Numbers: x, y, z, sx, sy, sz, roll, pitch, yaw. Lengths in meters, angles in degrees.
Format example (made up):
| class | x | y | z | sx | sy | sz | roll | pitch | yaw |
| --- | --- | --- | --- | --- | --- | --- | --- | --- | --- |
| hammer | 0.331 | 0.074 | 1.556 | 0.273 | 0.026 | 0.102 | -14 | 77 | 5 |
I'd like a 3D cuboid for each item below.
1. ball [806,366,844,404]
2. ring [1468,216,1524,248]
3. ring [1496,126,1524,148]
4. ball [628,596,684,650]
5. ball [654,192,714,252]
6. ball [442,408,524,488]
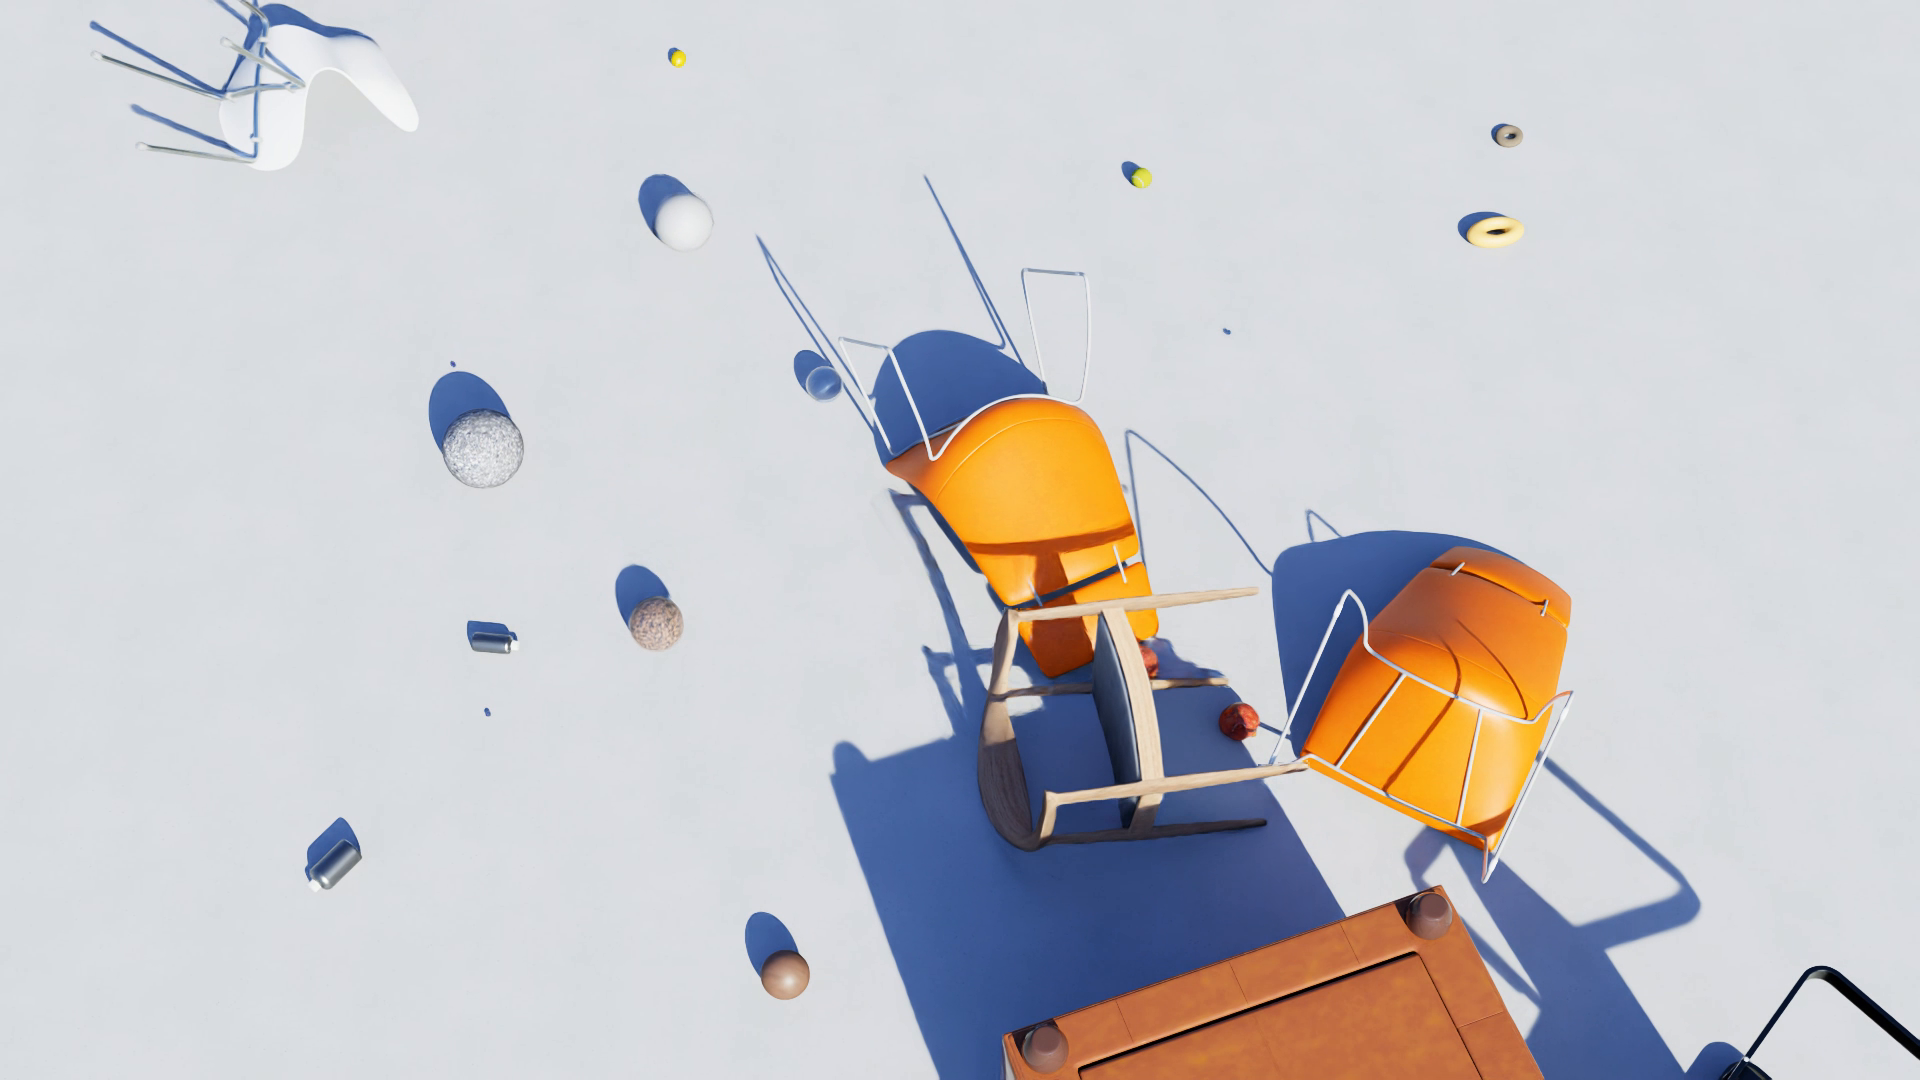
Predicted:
| class | x | y | z | sx | sy | sz | roll | pitch | yaw |
| --- | --- | --- | --- | --- | --- | --- | --- | --- | --- |
| ball | -0.421 | -0.483 | 6.828 | 0.115 | 0.115 | 0.115 | 0 | 56 | 0 |
| ring | 1.759 | -1.010 | 7.223 | 0.196 | 0.049 | 0.112 | -10 | 58 | -8 |
| ring | 1.868 | -1.373 | 7.481 | 0.091 | 0.025 | 0.102 | 37 | 64 | 23 |
| ball | -0.872 | 0.239 | 6.319 | 0.157 | 0.157 | 0.157 | 0 | 56 | 0 |
| ball | -0.898 | -1.032 | 7.152 | 0.191 | 0.191 | 0.191 | 0 | 56 | 0 |
| ball | -1.434 | -0.275 | 6.612 | 0.242 | 0.242 | 0.242 | 0 | 56 | 0 |
